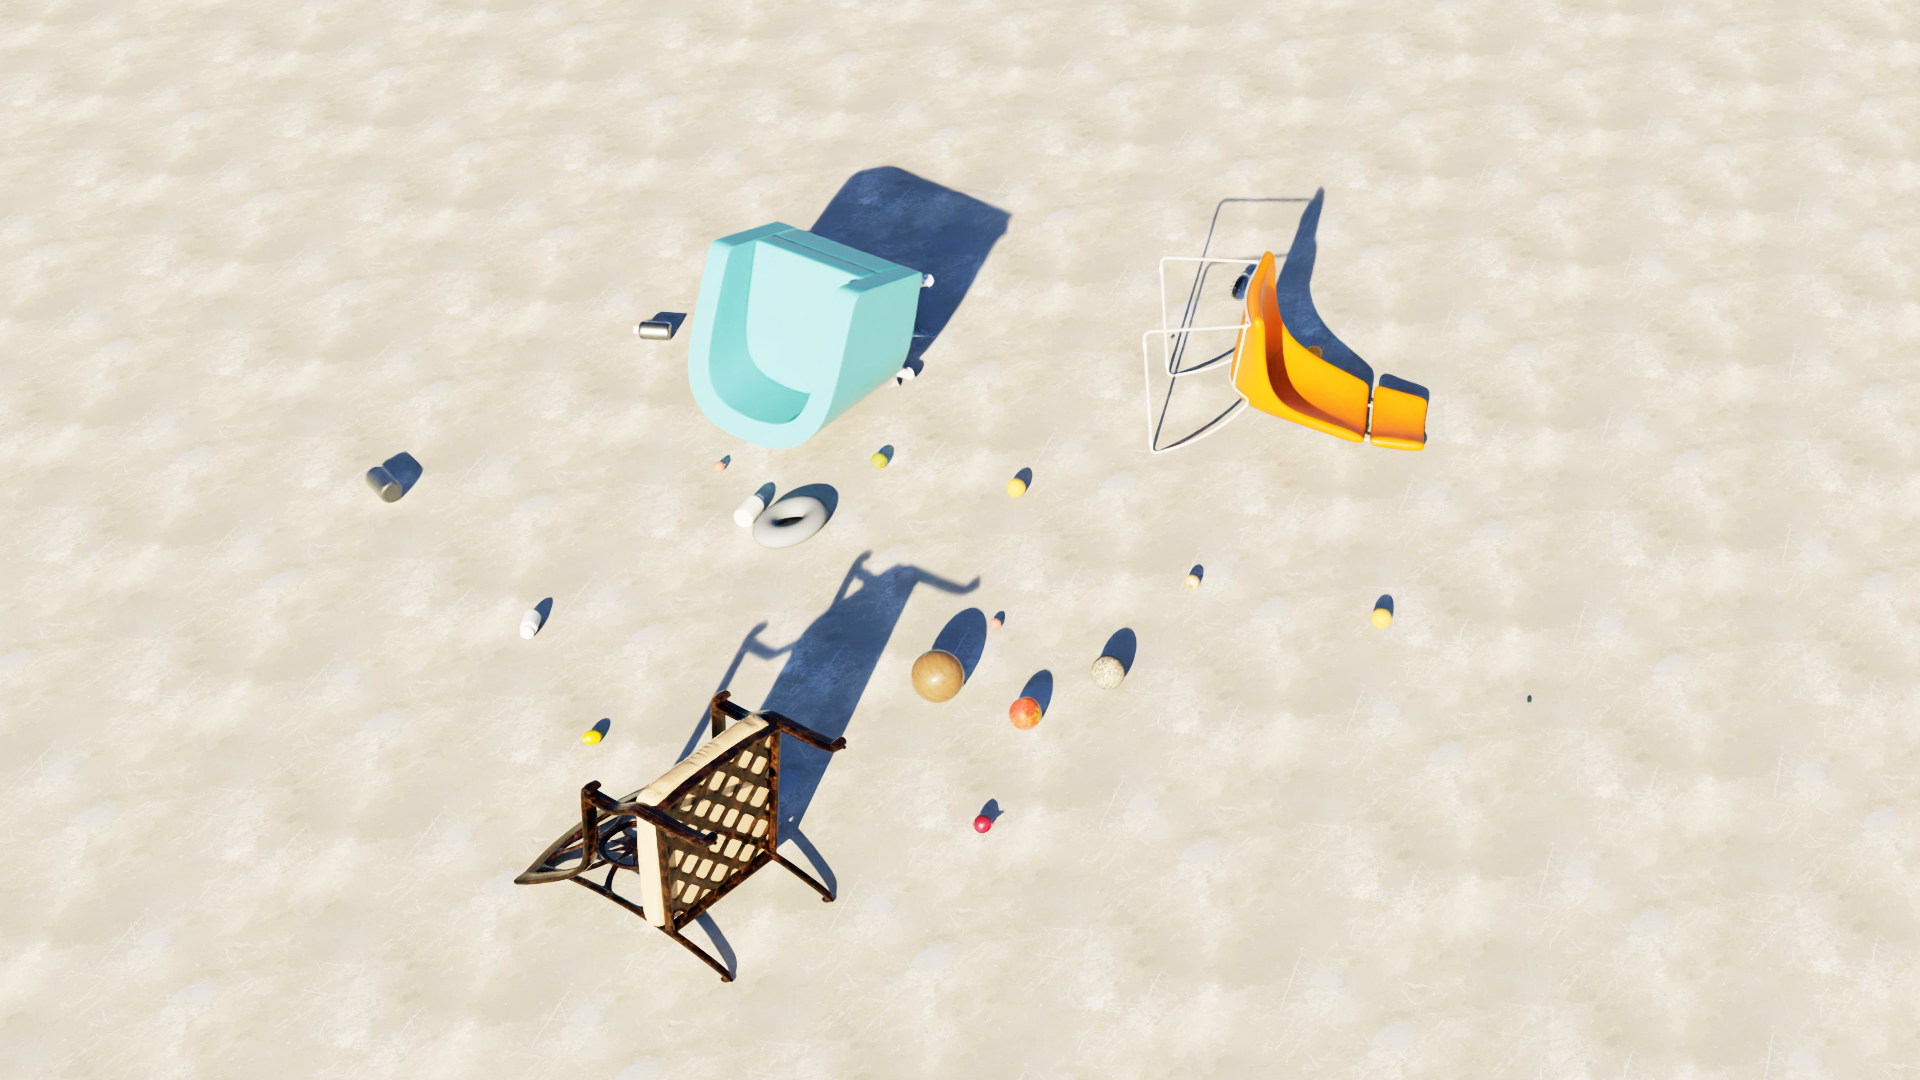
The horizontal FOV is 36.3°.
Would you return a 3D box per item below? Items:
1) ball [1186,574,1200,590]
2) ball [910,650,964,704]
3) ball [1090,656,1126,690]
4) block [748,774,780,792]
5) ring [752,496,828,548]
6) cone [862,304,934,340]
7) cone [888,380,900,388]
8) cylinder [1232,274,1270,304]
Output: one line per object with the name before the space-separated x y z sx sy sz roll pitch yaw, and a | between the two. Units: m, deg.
ball | 0.845 0.153 10.664 0.053 0.053 0.053 0 33 0
ball | -0.077 0.468 10.067 0.185 0.185 0.185 0 33 0
ball | 0.512 0.458 10.140 0.120 0.120 0.120 0 33 0
block | -0.649 0.802 9.691 0.101 0.041 0.037 -1 33 -1
ring | -0.635 -0.068 10.983 0.233 0.073 0.350 21 39 30
cone | -0.247 -0.879 12.211 0.299 0.148 0.162 12 60 -7
cone | -0.276 -0.626 11.879 0.053 0.037 0.038 -26 29 -4
cylinder | 1.236 -1.069 12.484 0.110 0.089 0.134 19 49 27
